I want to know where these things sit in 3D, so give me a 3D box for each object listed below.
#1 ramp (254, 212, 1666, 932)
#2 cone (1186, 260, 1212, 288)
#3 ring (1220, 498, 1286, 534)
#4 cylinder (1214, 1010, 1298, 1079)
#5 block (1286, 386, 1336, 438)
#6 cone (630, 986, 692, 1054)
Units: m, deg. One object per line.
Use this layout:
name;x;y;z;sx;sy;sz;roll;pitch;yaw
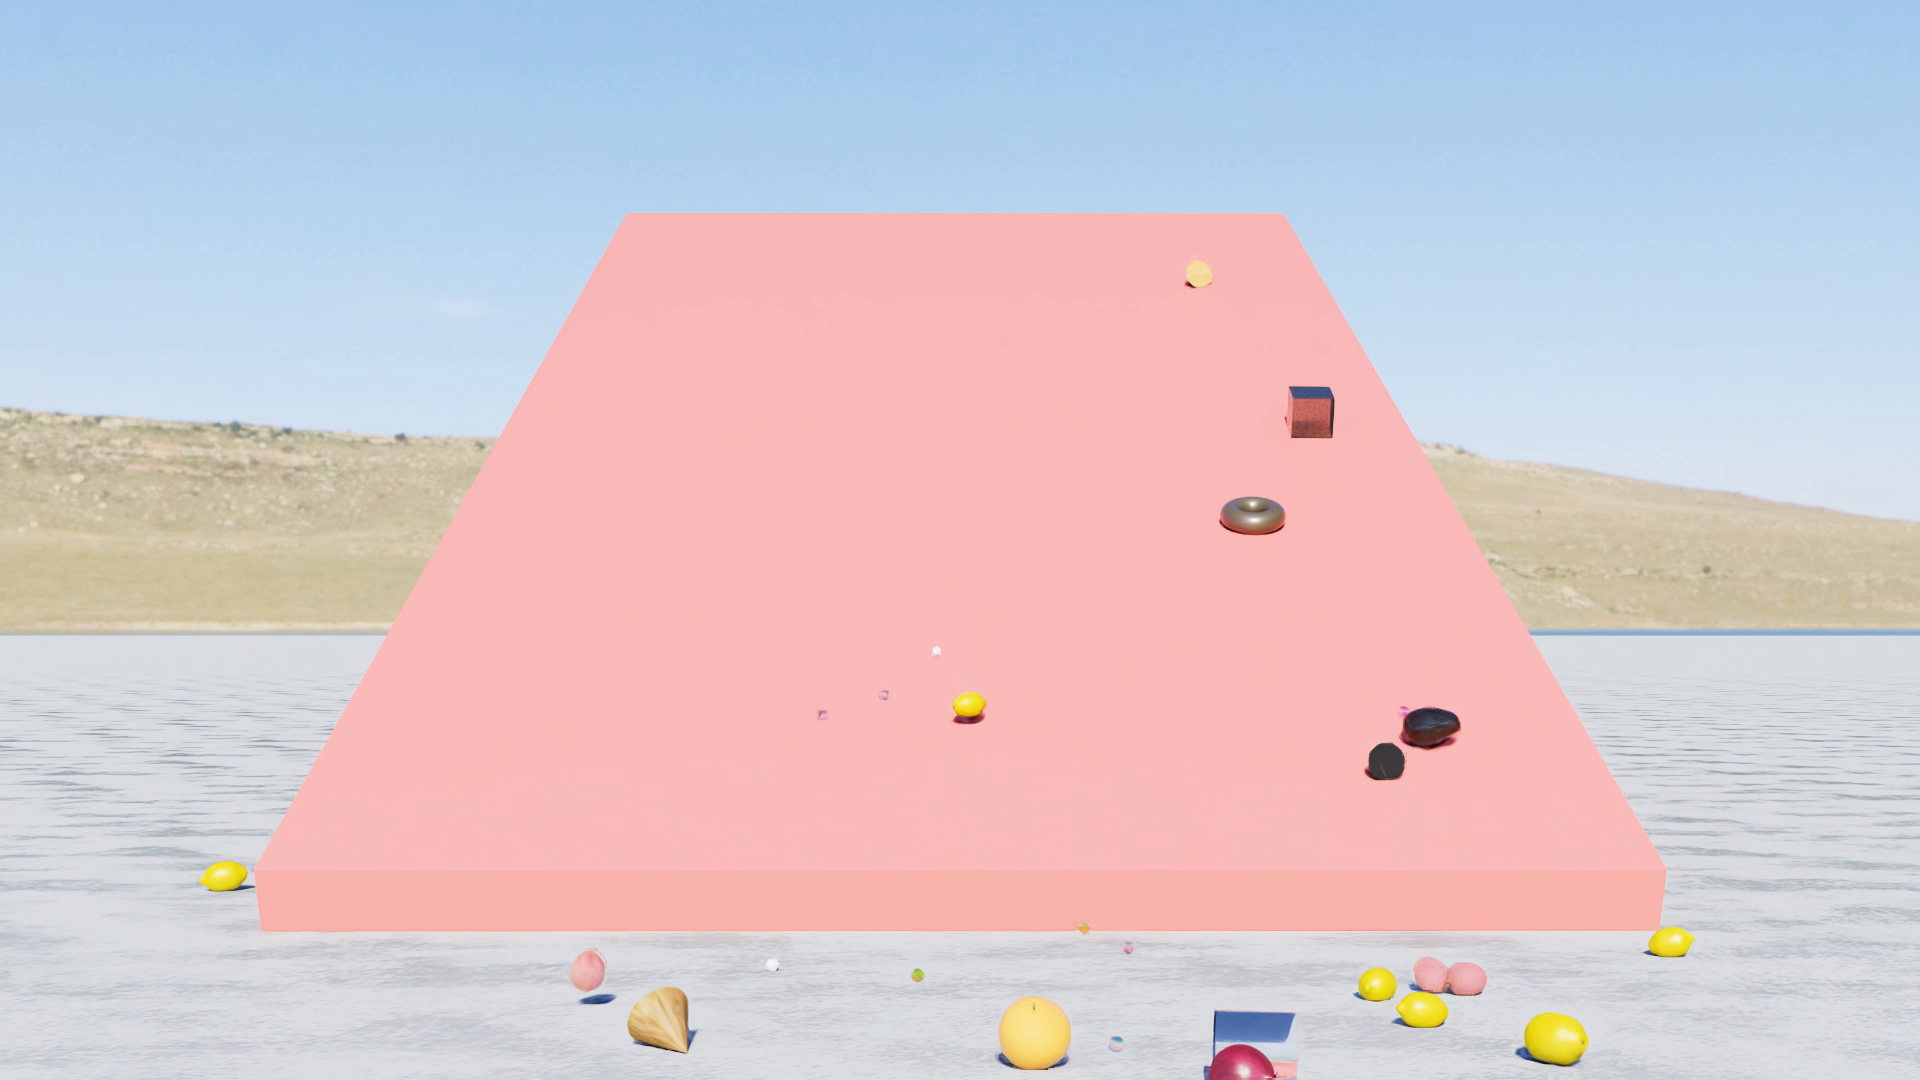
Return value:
ramp;-0.006;-0.218;5.118;2.000;0.100;4.000;0;21;0
cone;0.632;-0.712;6.196;0.076;0.076;0.076;1;-6;-17
ring;0.576;-0.049;4.495;0.129;0.043;0.129;-1;22;0
cylinder;0.276;0.477;2.131;0.076;0.076;0.076;0;-2;9
block;0.769;-0.280;5.021;0.090;0.090;0.090;1;21;1
cone;-0.296;0.508;2.353;0.069;0.069;0.069;1;28;-32
